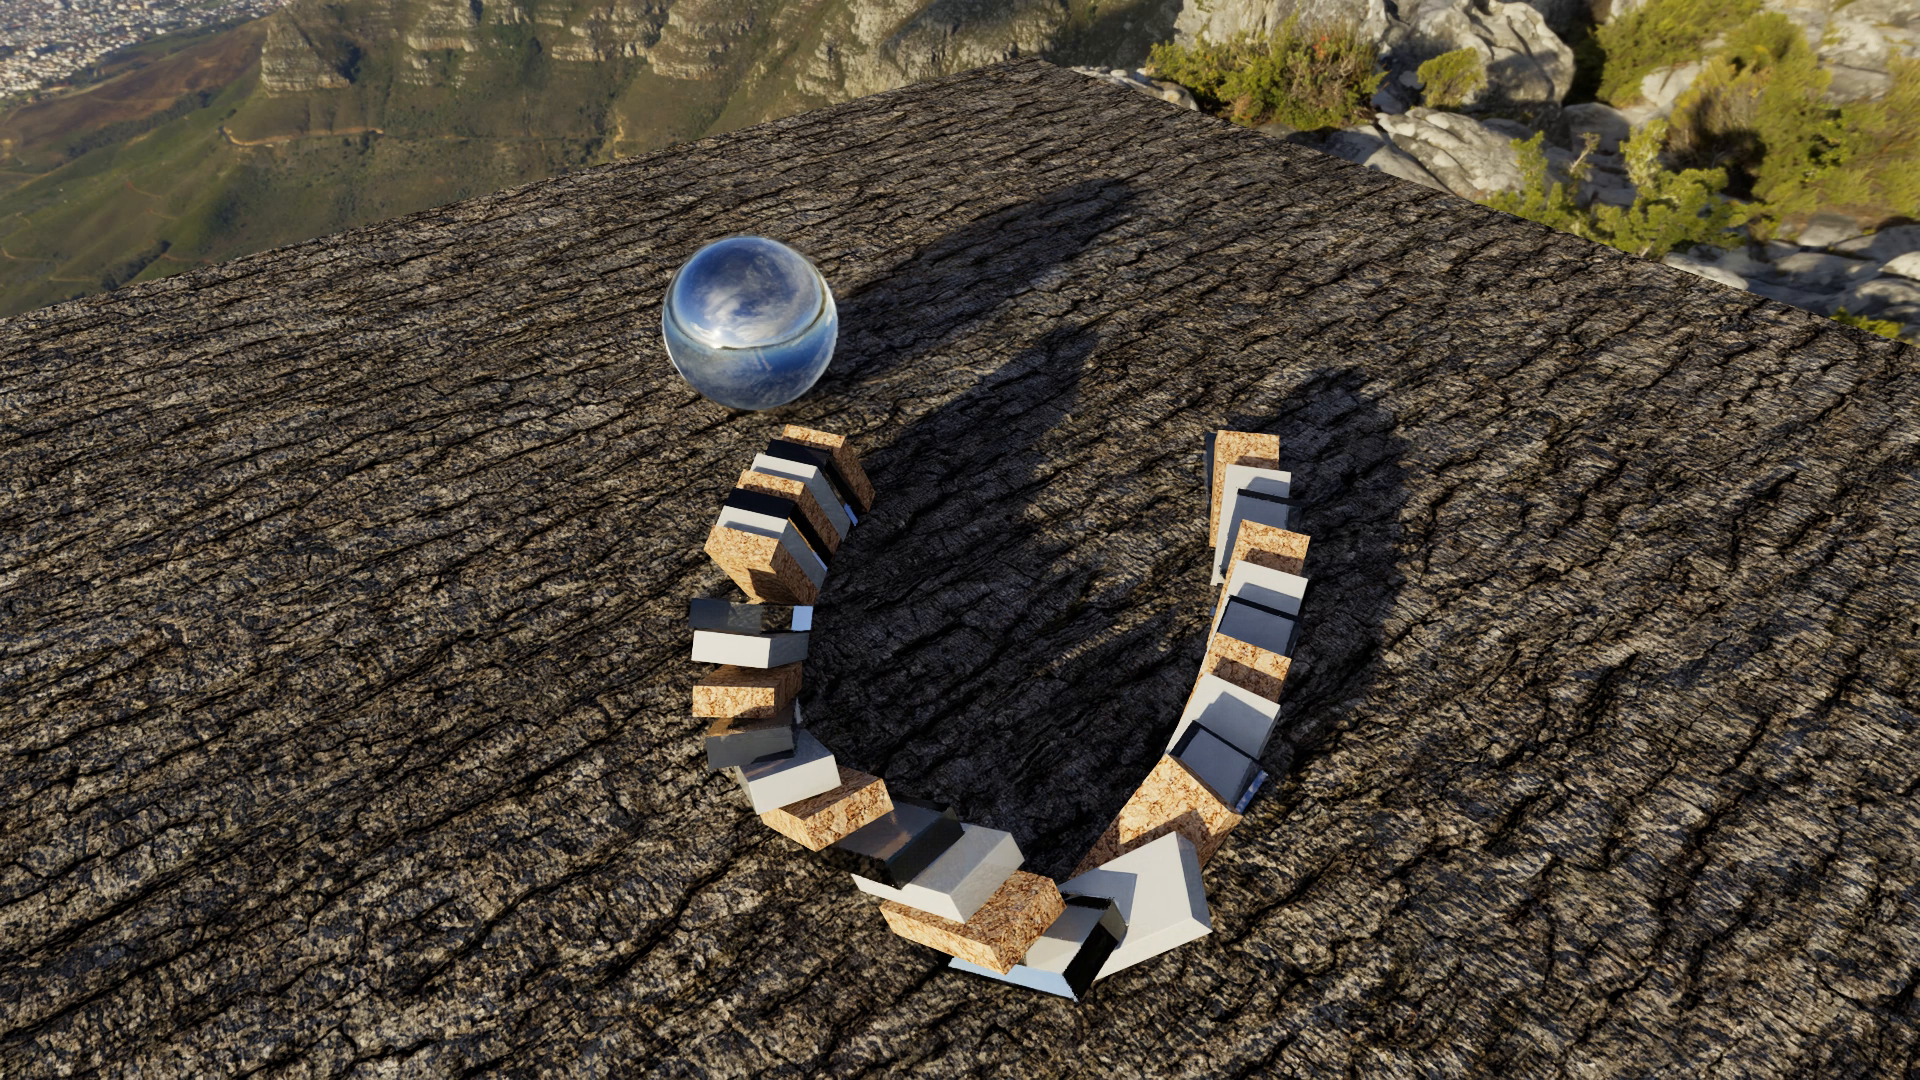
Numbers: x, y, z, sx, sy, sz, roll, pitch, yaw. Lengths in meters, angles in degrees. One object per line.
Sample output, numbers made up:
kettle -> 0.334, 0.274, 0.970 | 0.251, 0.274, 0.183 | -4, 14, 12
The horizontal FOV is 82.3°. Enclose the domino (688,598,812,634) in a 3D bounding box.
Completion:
domino -> -0.072, 0.027, 0.385 | 0.025, 0.009, 0.050 | 5, -3, 12

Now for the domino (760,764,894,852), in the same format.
domino -> -0.042, 0.078, 0.326 | 0.025, 0.010, 0.050 | -24, 6, -26

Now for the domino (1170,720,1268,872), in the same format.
domino -> 0.066, 0.081, 0.326 | 0.025, 0.009, 0.050 | 31, 78, 32

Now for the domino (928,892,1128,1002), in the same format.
domino -> 0.017, 0.106, 0.293 | 0.050, 0.009, 0.025 | -11, 23, 47

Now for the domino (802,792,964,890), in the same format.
domino -> -0.024, 0.085, 0.319 | 0.025, 0.009, 0.050 | -33, 16, -34

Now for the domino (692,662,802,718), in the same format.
domino -> -0.069, 0.048, 0.362 | 0.025, 0.010, 0.050 | 1, 3, 2

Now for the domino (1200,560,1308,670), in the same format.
domino -> 0.102, 0.034, 0.384 | 0.025, 0.010, 0.050 | 17, 70, 19

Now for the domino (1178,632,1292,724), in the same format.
domino -> 0.086, 0.058, 0.355 | 0.025, 0.010, 0.050 | 20, 72, 23

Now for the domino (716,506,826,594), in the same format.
domino -> -0.069, 0.004, 0.407 | 0.025, 0.050, 0.010 | 13, 70, 15

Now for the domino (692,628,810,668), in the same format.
domino -> -0.070, 0.036, 0.375 | 0.025, 0.010, 0.050 | 5, -2, 7

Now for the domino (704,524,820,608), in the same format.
domino -> -0.071, 0.011, 0.399 | 0.025, 0.050, 0.010 | 12, 70, 15

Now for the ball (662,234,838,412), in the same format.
ball -> -0.097, -0.100, 0.510 | 0.080, 0.080, 0.080 | 0, 39, 0

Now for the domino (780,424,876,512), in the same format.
domino -> -0.053, -0.028, 0.447 | 0.025, 0.050, 0.009 | 13, 70, 16

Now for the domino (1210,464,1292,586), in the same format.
domino -> 0.115, -0.005, 0.433 | 0.025, 0.009, 0.050 | 9, 65, 10

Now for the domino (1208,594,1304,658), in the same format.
domino -> 0.095, 0.046, 0.369 | 0.025, 0.010, 0.050 | 19, 72, 21

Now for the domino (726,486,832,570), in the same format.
domino -> -0.068, -0.003, 0.416 | 0.025, 0.050, 0.010 | 13, 70, 15

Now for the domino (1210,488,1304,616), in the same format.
domino -> 0.113, 0.007, 0.417 | 0.025, 0.009, 0.050 | 13, 69, 12

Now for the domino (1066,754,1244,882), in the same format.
domino -> 0.054, 0.088, 0.310 | 0.050, 0.010, 0.025 | -54, 50, 7

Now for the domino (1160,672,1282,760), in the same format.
domino -> 0.077, 0.069, 0.341 | 0.025, 0.009, 0.050 | 24, 74, 26

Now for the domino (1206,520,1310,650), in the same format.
domino -> 0.109, 0.019, 0.401 | 0.025, 0.009, 0.050 | 16, 70, 14

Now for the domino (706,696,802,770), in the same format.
domino -> -0.064, 0.060, 0.347 | 0.025, 0.009, 0.050 | -7, 3, -6

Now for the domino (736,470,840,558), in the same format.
domino -> -0.066, -0.009, 0.424 | 0.025, 0.050, 0.009 | 13, 70, 15

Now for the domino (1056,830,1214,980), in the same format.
domino -> 0.042, 0.101, 0.295 | 0.050, 0.010, 0.025 | -34, 35, 25

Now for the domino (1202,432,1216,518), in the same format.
domino -> 0.119, -0.028, 0.478 | 0.025, 0.010, 0.050 | 5, 40, 6

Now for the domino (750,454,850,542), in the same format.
domino -> -0.062, -0.016, 0.432 | 0.025, 0.050, 0.009 | 13, 70, 15

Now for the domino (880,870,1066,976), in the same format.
domino -> 0.003, 0.100, 0.300 | 0.025, 0.009, 0.050 | -37, 18, -34

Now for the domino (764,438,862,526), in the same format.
domino -> -0.058, -0.022, 0.440 | 0.025, 0.050, 0.010 | 13, 70, 15

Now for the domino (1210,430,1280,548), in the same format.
domino -> 0.117, -0.020, 0.452 | 0.025, 0.010, 0.050 | 6, 64, 7

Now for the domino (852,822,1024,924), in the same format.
domino -> -0.008, 0.091, 0.311 | 0.025, 0.010, 0.050 | -37, 18, -34

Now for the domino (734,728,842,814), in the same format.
domino -> -0.054, 0.070, 0.335 | 0.025, 0.009, 0.050 | -16, 4, -17
